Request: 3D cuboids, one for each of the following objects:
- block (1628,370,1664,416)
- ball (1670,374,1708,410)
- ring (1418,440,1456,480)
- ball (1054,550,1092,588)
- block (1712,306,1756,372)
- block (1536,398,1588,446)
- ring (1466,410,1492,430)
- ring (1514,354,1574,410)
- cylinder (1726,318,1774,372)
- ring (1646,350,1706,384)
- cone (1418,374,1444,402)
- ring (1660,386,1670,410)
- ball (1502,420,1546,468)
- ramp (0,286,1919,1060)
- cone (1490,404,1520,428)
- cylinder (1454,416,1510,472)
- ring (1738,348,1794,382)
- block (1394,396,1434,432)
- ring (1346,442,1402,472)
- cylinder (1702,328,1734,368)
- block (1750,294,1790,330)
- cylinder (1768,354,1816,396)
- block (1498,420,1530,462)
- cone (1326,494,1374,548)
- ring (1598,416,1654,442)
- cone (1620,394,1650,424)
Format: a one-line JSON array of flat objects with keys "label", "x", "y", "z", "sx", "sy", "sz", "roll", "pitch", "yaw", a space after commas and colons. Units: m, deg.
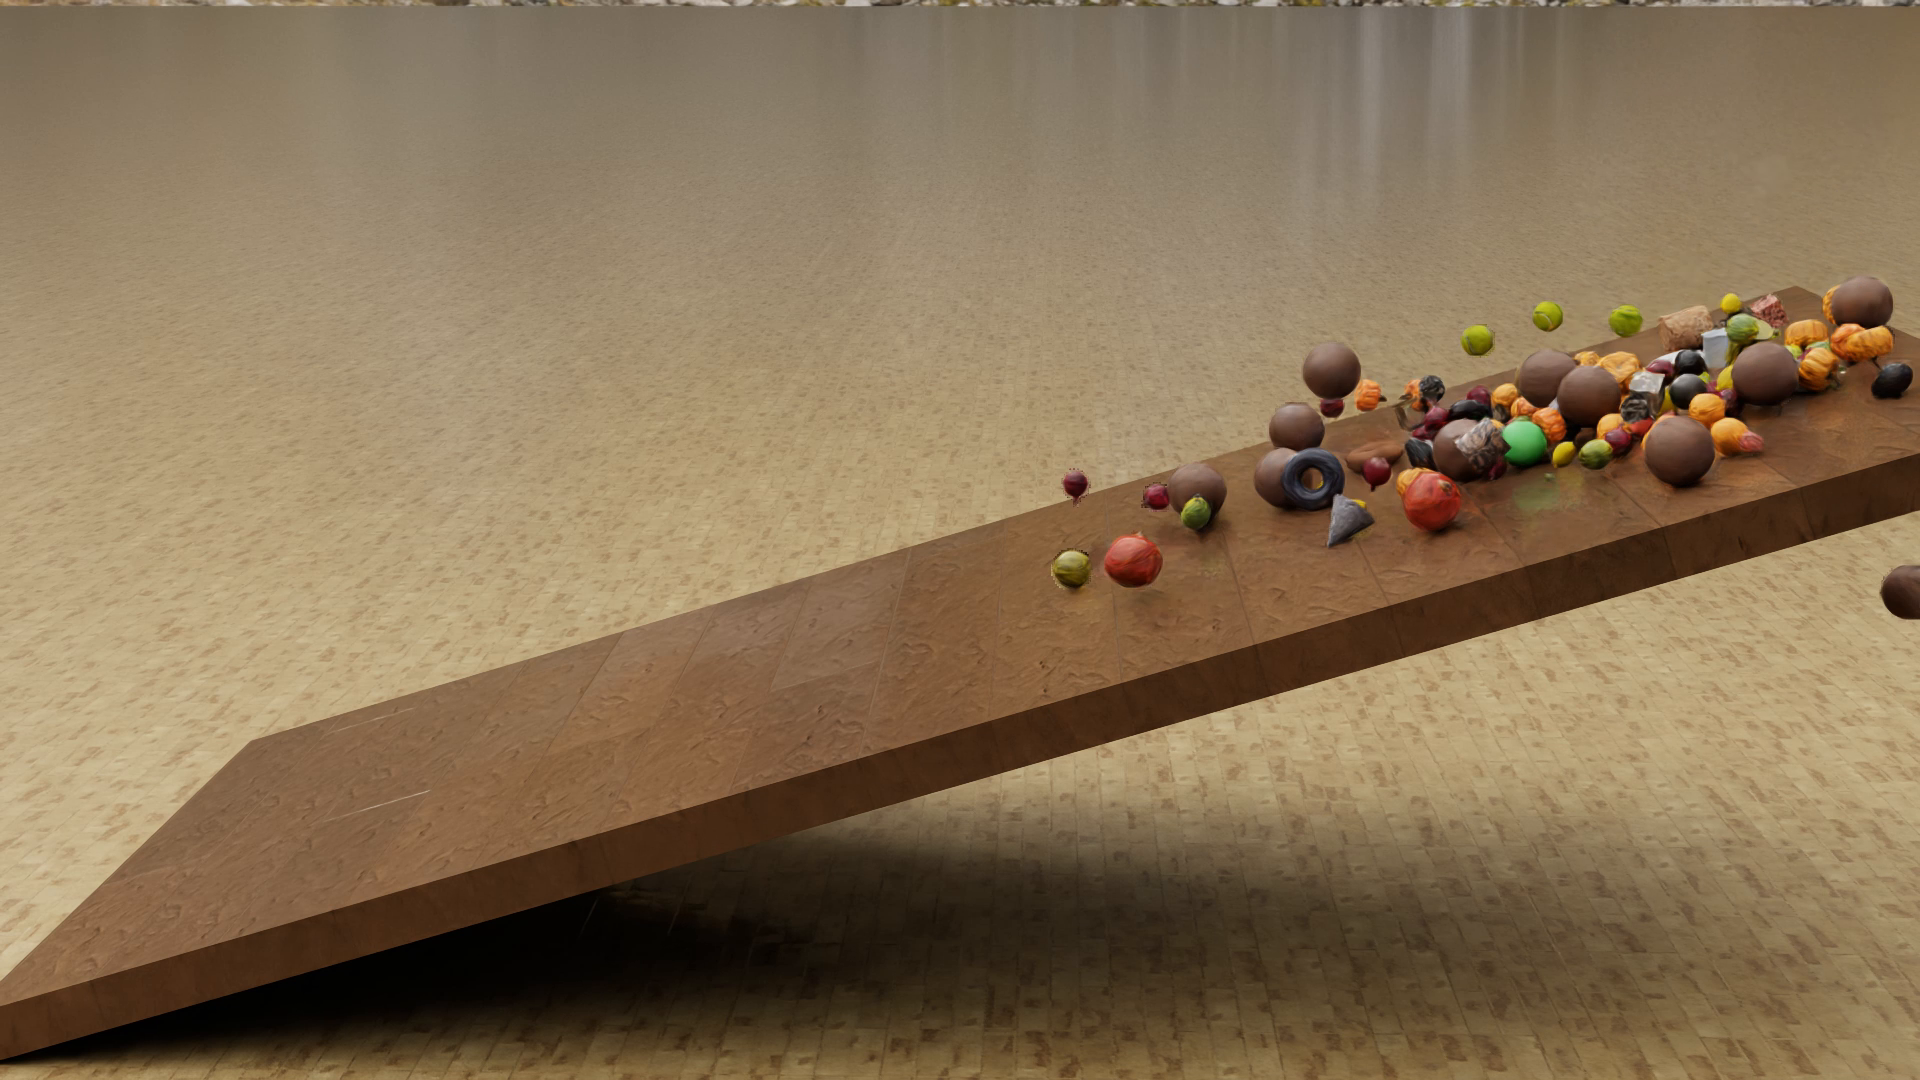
[{"label": "block", "x": 1.396, "y": -0.298, "z": 5.981, "sx": 0.061, "sy": 0.061, "sz": 0.061, "roll": 9, "pitch": 46, "yaw": 22}, {"label": "ball", "x": 1.472, "y": -0.299, "z": 5.944, "sx": 0.074, "sy": 0.074, "sz": 0.074, "roll": 0, "pitch": 11, "yaw": 0}, {"label": "ring", "x": 0.997, "y": -0.167, "z": 6.149, "sx": 0.033, "sy": 0.100, "sz": 0.100, "roll": -40, "pitch": 2, "yaw": 15}, {"label": "ball", "x": 0.238, "y": 0.062, "z": 6.224, "sx": 0.080, "sy": 0.080, "sz": 0.080, "roll": 0, "pitch": 11, "yaw": 0}, {"label": "block", "x": 1.676, "y": -0.430, "z": 6.303, "sx": 0.086, "sy": 0.086, "sz": 0.086, "roll": -29, "pitch": -29, "yaw": 7}, {"label": "block", "x": 1.254, "y": -0.246, "z": 6.134, "sx": 0.067, "sy": 0.067, "sz": 0.067, "roll": 36, "pitch": 7, "yaw": -7}, {"label": "ring", "x": 1.177, "y": -0.265, "z": 6.546, "sx": 0.105, "sy": 0.035, "sz": 0.105, "roll": -17, "pitch": 9, "yaw": 3}, {"label": "ring", "x": 1.295, "y": -0.349, "z": 6.512, "sx": 0.135, "sy": 0.135, "sz": 0.045, "roll": 5, "pitch": 31, "yaw": 25}, {"label": "cylinder", "x": 1.611, "y": -0.399, "z": 6.003, "sx": 0.080, "sy": 0.080, "sz": 0.080, "roll": 4, "pitch": 38, "yaw": -3}, {"label": "ring", "x": 1.577, "y": -0.382, "z": 6.475, "sx": 0.136, "sy": 0.045, "sz": 0.136, "roll": -19, "pitch": 11, "yaw": 4}, {"label": "cone", "x": 1.015, "y": -0.327, "z": 6.411, "sx": 0.062, "sy": 0.062, "sz": 0.062, "roll": 7, "pitch": 12, "yaw": 32}, {"label": "ring", "x": 1.457, "y": -0.290, "z": 6.145, "sx": 0.029, "sy": 0.087, "sz": 0.087, "roll": 50, "pitch": 29, "yaw": 12}, {"label": "ball", "x": 1.155, "y": -0.197, "z": 6.038, "sx": 0.096, "sy": 0.096, "sz": 0.096, "roll": 0, "pitch": 11, "yaw": 0}, {"label": "ramp", "x": 0.094, "y": 0.185, "z": 6.316, "sx": 4.000, "sy": 0.100, "sz": 2.000, "roll": -16, "pitch": 10, "yaw": 5}, {"label": "cone", "x": 1.212, "y": -0.259, "z": 6.459, "sx": 0.072, "sy": 0.072, "sz": 0.072, "roll": 8, "pitch": 10, "yaw": -10}, {"label": "cylinder", "x": 1.018, "y": -0.185, "z": 5.730, "sx": 0.080, "sy": 0.080, "sz": 0.080, "roll": -38, "pitch": 7, "yaw": 8}, {"label": "ring", "x": 1.700, "y": -0.370, "z": 6.207, "sx": 0.120, "sy": 0.040, "sz": 0.120, "roll": -23, "pitch": 12, "yaw": 5}, {"label": "block", "x": 0.985, "y": -0.274, "z": 6.386, "sx": 0.056, "sy": 0.056, "sz": 0.056, "roll": -22, "pitch": 11, "yaw": -9}, {"label": "ring", "x": 0.920, "y": -0.186, "z": 6.532, "sx": 0.128, "sy": 0.043, "sz": 0.128, "roll": -16, "pitch": 9, "yaw": 3}, {"label": "cylinder", "x": 1.595, "y": -0.402, "z": 6.168, "sx": 0.068, "sy": 0.068, "sz": 0.068, "roll": -11, "pitch": 14, "yaw": 3}, {"label": "block", "x": 1.729, "y": -0.483, "z": 6.287, "sx": 0.055, "sy": 0.055, "sz": 0.055, "roll": -30, "pitch": 19, "yaw": 6}, {"label": "cylinder", "x": 1.685, "y": -0.334, "z": 5.963, "sx": 0.066, "sy": 0.066, "sz": 0.066, "roll": -5, "pitch": 27, "yaw": -26}, {"label": "block", "x": 1.162, "y": -0.206, "z": 6.168, "sx": 0.064, "sy": 0.064, "sz": 0.064, "roll": -11, "pitch": 12, "yaw": 33}, {"label": "cone", "x": 0.760, "y": -0.022, "z": 5.875, "sx": 0.099, "sy": 0.099, "sz": 0.099, "roll": 35, "pitch": -10, "yaw": 7}, {"label": "ring", "x": 1.366, "y": -0.230, "z": 6.033, "sx": 0.114, "sy": 0.038, "sz": 0.114, "roll": -18, "pitch": 11, "yaw": 3}, {"label": "cone", "x": 1.361, "y": -0.253, "z": 5.872, "sx": 0.061, "sy": 0.061, "sz": 0.061, "roll": 12, "pitch": -7, "yaw": 46}]
